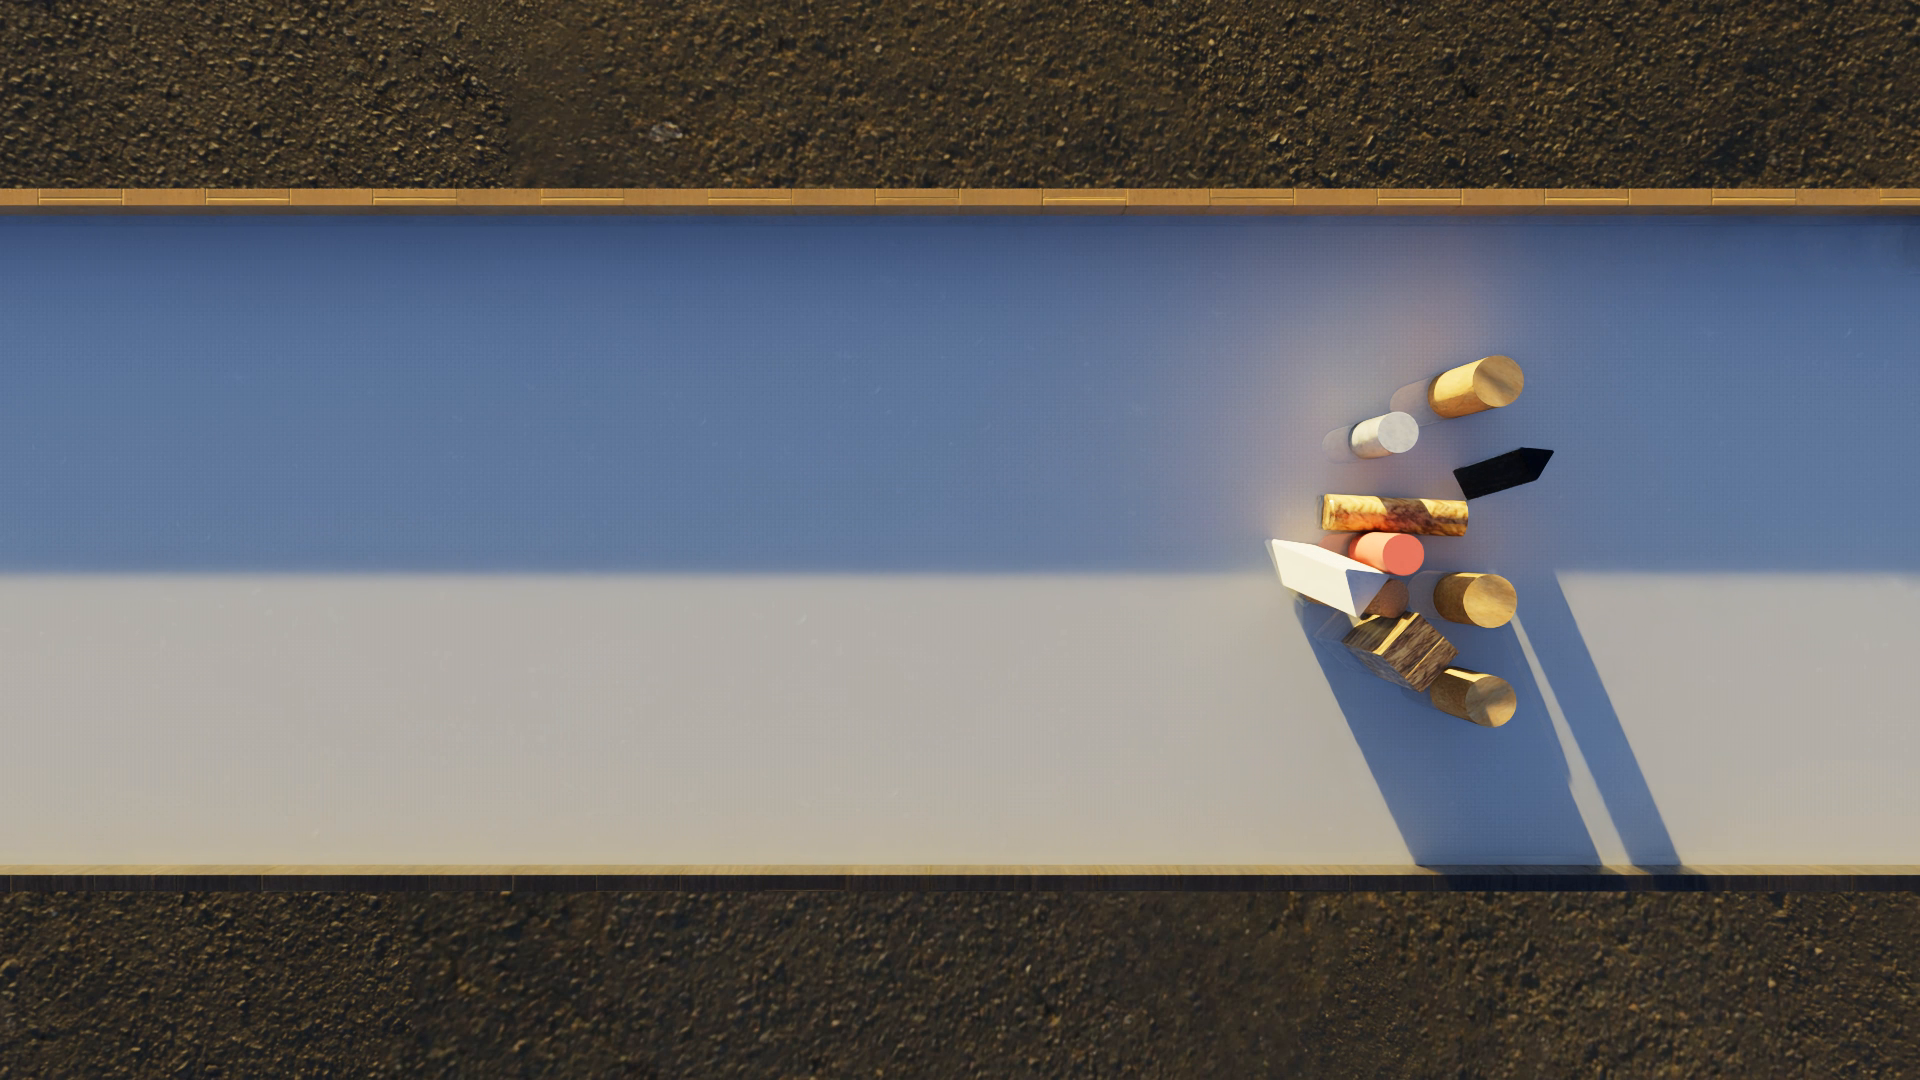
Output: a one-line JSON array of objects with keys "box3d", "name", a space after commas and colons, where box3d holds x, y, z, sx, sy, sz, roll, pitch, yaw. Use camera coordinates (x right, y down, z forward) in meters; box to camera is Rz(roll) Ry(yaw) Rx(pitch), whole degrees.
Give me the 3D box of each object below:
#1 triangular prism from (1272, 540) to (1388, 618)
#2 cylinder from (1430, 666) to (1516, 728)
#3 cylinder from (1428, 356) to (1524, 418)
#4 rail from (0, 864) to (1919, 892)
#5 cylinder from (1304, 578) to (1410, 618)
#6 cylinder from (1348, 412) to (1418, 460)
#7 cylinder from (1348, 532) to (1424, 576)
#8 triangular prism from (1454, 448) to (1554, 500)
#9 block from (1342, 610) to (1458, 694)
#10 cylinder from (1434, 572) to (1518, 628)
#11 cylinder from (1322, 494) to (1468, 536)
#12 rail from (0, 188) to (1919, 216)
[{"box3d": [1.102, 0.086, 4.882, 0.133, 0.387, 0.153, -24, 110, -15], "name": "triangular prism"}, {"box3d": [1.520, 0.463, 4.899, 0.148, 0.354, 0.148, 0, 90, 0], "name": "cylinder"}, {"box3d": [1.511, -0.447, 4.853, 0.145, 0.446, 0.145, 0, 90, 0], "name": "cylinder"}, {"box3d": [-2.247, 1.025, 5.001, 12.000, 0.150, 0.050, 0, 90, 0], "name": "rail"}, {"box3d": [1.170, 0.154, 4.896, 0.112, 0.348, 0.112, -3, 97, -27], "name": "cylinder"}, {"box3d": [1.253, -0.308, 4.896, 0.118, 0.361, 0.118, 0, 90, 0], "name": "cylinder"}, {"box3d": [1.252, 0.038, 4.861, 0.117, 0.429, 0.117, 0, 91, 1], "name": "cylinder"}, {"box3d": [1.606, -0.209, 4.857, 0.088, 0.430, 0.102, -26, 88, -10], "name": "triangular prism"}, {"box3d": [1.288, 0.314, 4.854, 0.158, 0.440, 0.158, 43, 90, -2], "name": "block"}, {"box3d": [1.534, 0.177, 4.923, 0.155, 0.307, 0.155, 0, 90, 0], "name": "cylinder"}, {"box3d": [1.322, -0.075, 5.021, 0.417, 0.109, 0.109, 3, 90, 0], "name": "cylinder"}, {"box3d": [-2.247, -1.025, 5.002, 12.000, 0.150, 0.050, 0, 90, 0], "name": "rail"}]
